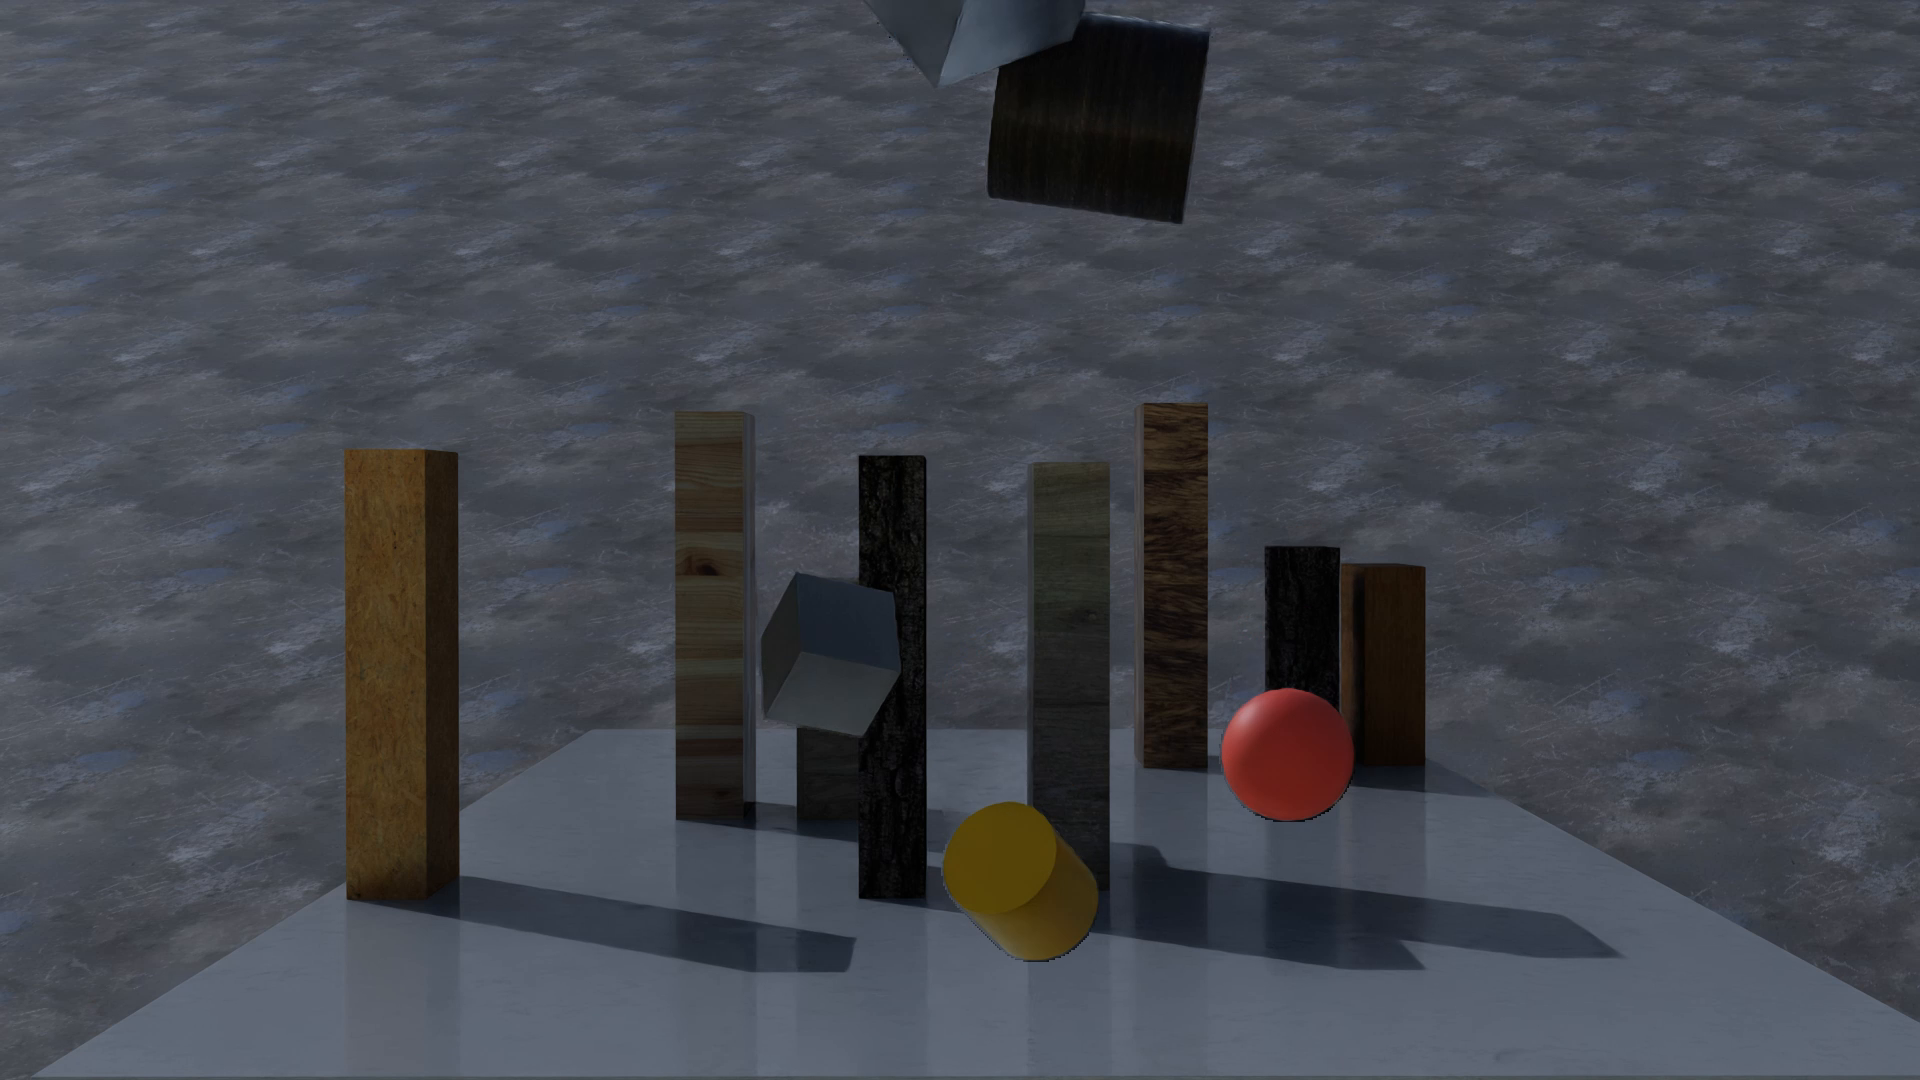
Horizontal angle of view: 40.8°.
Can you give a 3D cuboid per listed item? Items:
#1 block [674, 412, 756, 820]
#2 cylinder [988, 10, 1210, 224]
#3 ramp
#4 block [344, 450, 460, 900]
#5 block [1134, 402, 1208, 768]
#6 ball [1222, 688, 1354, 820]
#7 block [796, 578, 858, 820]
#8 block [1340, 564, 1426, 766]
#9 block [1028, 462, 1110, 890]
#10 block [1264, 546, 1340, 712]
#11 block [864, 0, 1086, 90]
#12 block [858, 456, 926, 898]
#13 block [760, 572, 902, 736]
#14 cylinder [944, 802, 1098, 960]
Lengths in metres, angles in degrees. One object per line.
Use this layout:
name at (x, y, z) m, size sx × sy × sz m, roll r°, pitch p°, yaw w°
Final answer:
block at (-0.457, 0.136, 4.850) m, size 0.123 × 0.744 × 0.296 m, roll 0°, pitch 1°, yaw 0°
cylinder at (0.141, -0.431, 2.608) m, size 0.197 × 0.197 × 0.197 m, roll 9°, pitch 28°, yaw 5°
ramp at (0.062, 0.561, 4.600) m, size 2.000 × 0.100 × 4.000 m, roll 0°, pitch 1°, yaw 0°
block at (-0.836, 0.194, 3.884) m, size 0.117 × 0.656 × 0.249 m, roll 0°, pitch 1°, yaw 0°
block at (0.470, 0.097, 5.775) m, size 0.139 × 0.795 × 0.302 m, roll 0°, pitch 1°, yaw 0°
ball at (0.366, 0.239, 2.886) m, size 0.147 × 0.147 × 0.147 m, roll 0°, pitch 28°, yaw 0°
block at (-0.238, 0.291, 4.841) m, size 0.120 × 0.434 × 0.266 m, roll 0°, pitch 1°, yaw 0°
block at (0.955, 0.275, 5.843) m, size 0.134 × 0.436 × 0.346 m, roll 0°, pitch 1°, yaw 0°
block at (0.166, 0.201, 4.013) m, size 0.113 × 0.638 × 0.345 m, roll 0°, pitch 1°, yaw 0°
block at (0.761, 0.255, 5.762) m, size 0.135 × 0.479 × 0.245 m, roll 0°, pitch 1°, yaw 0°
block at (0.014, -0.513, 2.224) m, size 0.151 × 0.151 × 0.151 m, roll -25°, pitch 66°, yaw -28°
block at (-0.101, 0.197, 3.937) m, size 0.095 × 0.647 × 0.342 m, roll 0°, pitch 1°, yaw 0°
block at (-0.136, 0.120, 2.691) m, size 0.109 × 0.109 × 0.109 m, roll 12°, pitch 44°, yaw -20°
cylinder at (0.062, 0.342, 2.588) m, size 0.120 × 0.120 × 0.120 m, roll -13°, pitch 55°, yaw 19°
